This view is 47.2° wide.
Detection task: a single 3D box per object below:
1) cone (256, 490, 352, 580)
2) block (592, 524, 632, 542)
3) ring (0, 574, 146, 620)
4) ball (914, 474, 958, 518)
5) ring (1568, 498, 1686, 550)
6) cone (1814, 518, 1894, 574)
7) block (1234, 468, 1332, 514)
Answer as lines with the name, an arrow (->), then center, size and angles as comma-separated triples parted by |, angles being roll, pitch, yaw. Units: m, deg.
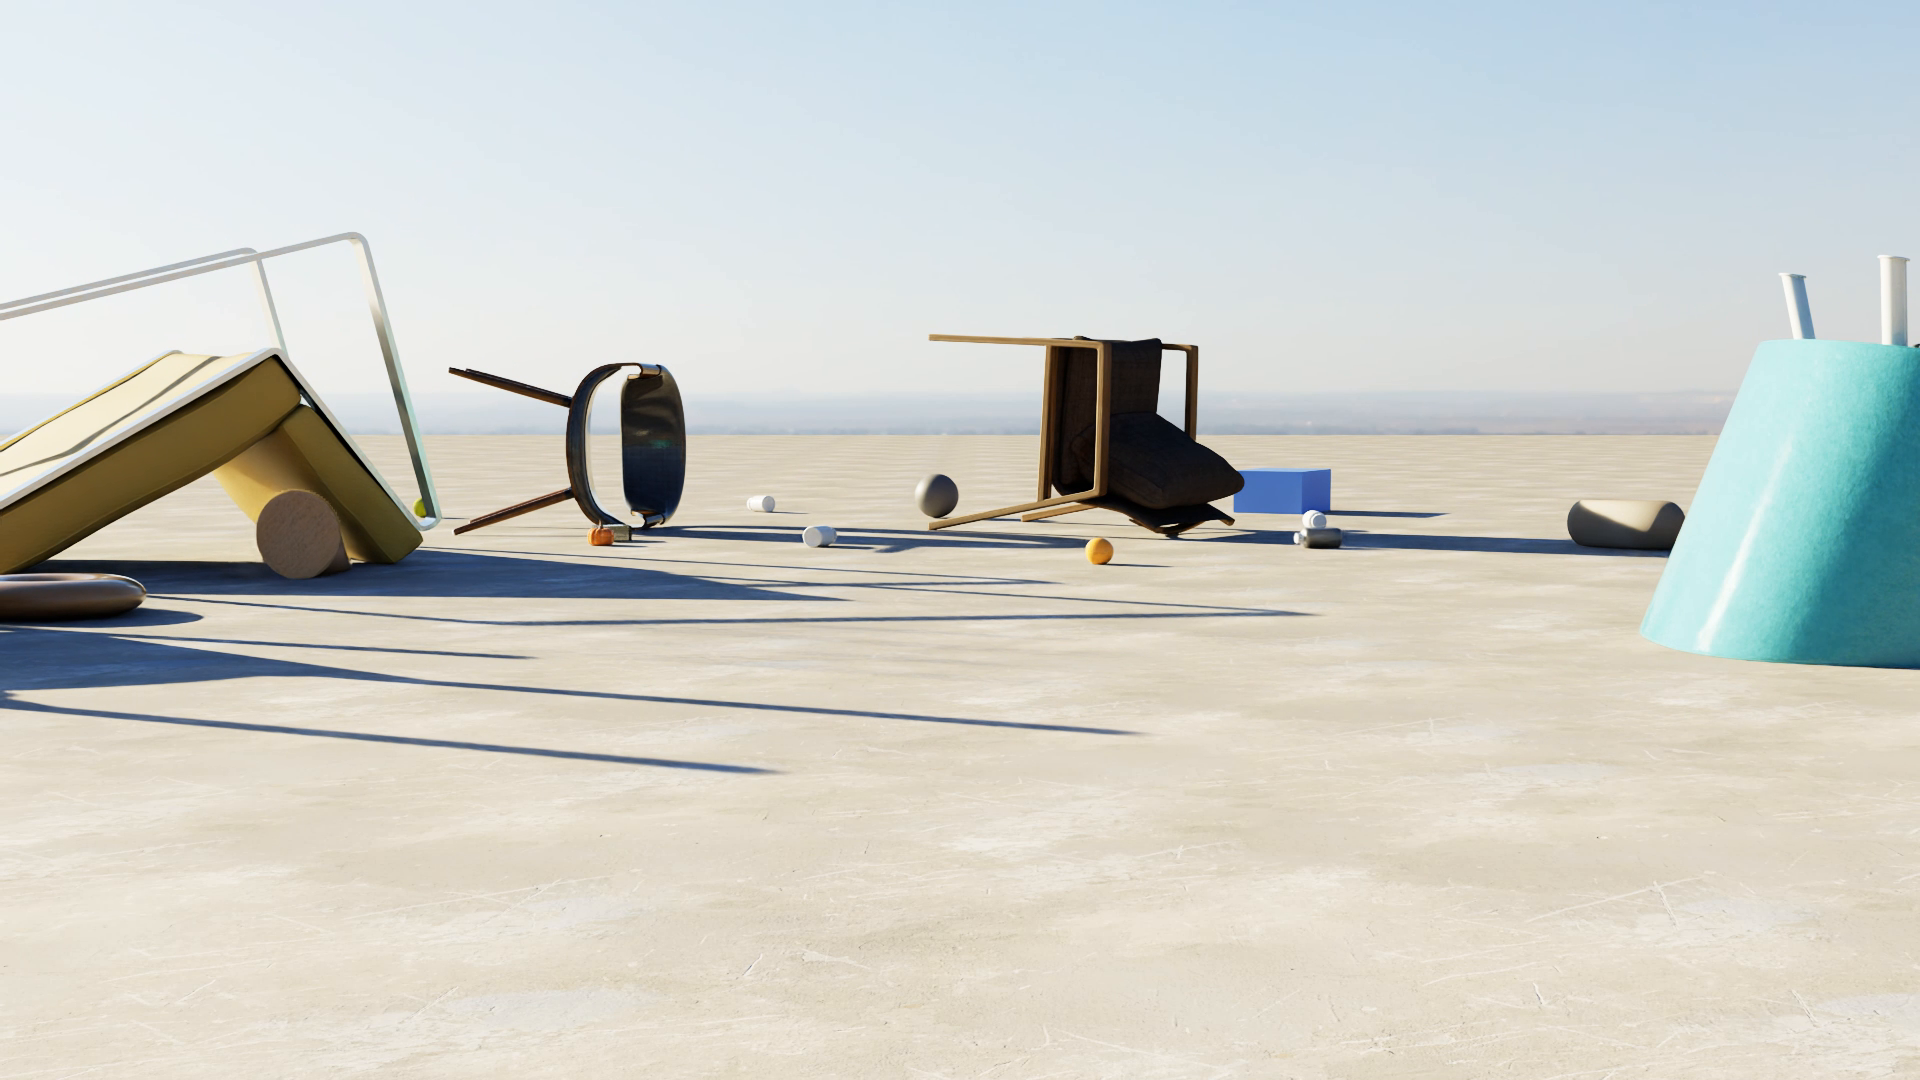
cone -> -1.544, 0.031, 5.348 | 0.256, 0.199, 0.256 | 42, -5, 24
block -> -1.030, -0.020, 6.511 | 0.105, 0.045, 0.066 | -1, 4, -20
ring -> -1.827, 0.111, 4.385 | 0.407, 0.075, 0.349 | 1, 3, 19
ball -> -0.081, -0.155, 7.675 | 0.154, 0.154, 0.154 | 0, 4, 0
ring -> 1.888, -0.046, 6.238 | 0.188, 0.137, 0.382 | -1, 3, -36
cone -> 2.201, 0.044, 5.422 | 0.188, 0.094, 0.181 | -26, 46, -6
block -> 1.184, -0.181, 8.071 | 0.259, 0.153, 0.331 | 2, 4, 27
